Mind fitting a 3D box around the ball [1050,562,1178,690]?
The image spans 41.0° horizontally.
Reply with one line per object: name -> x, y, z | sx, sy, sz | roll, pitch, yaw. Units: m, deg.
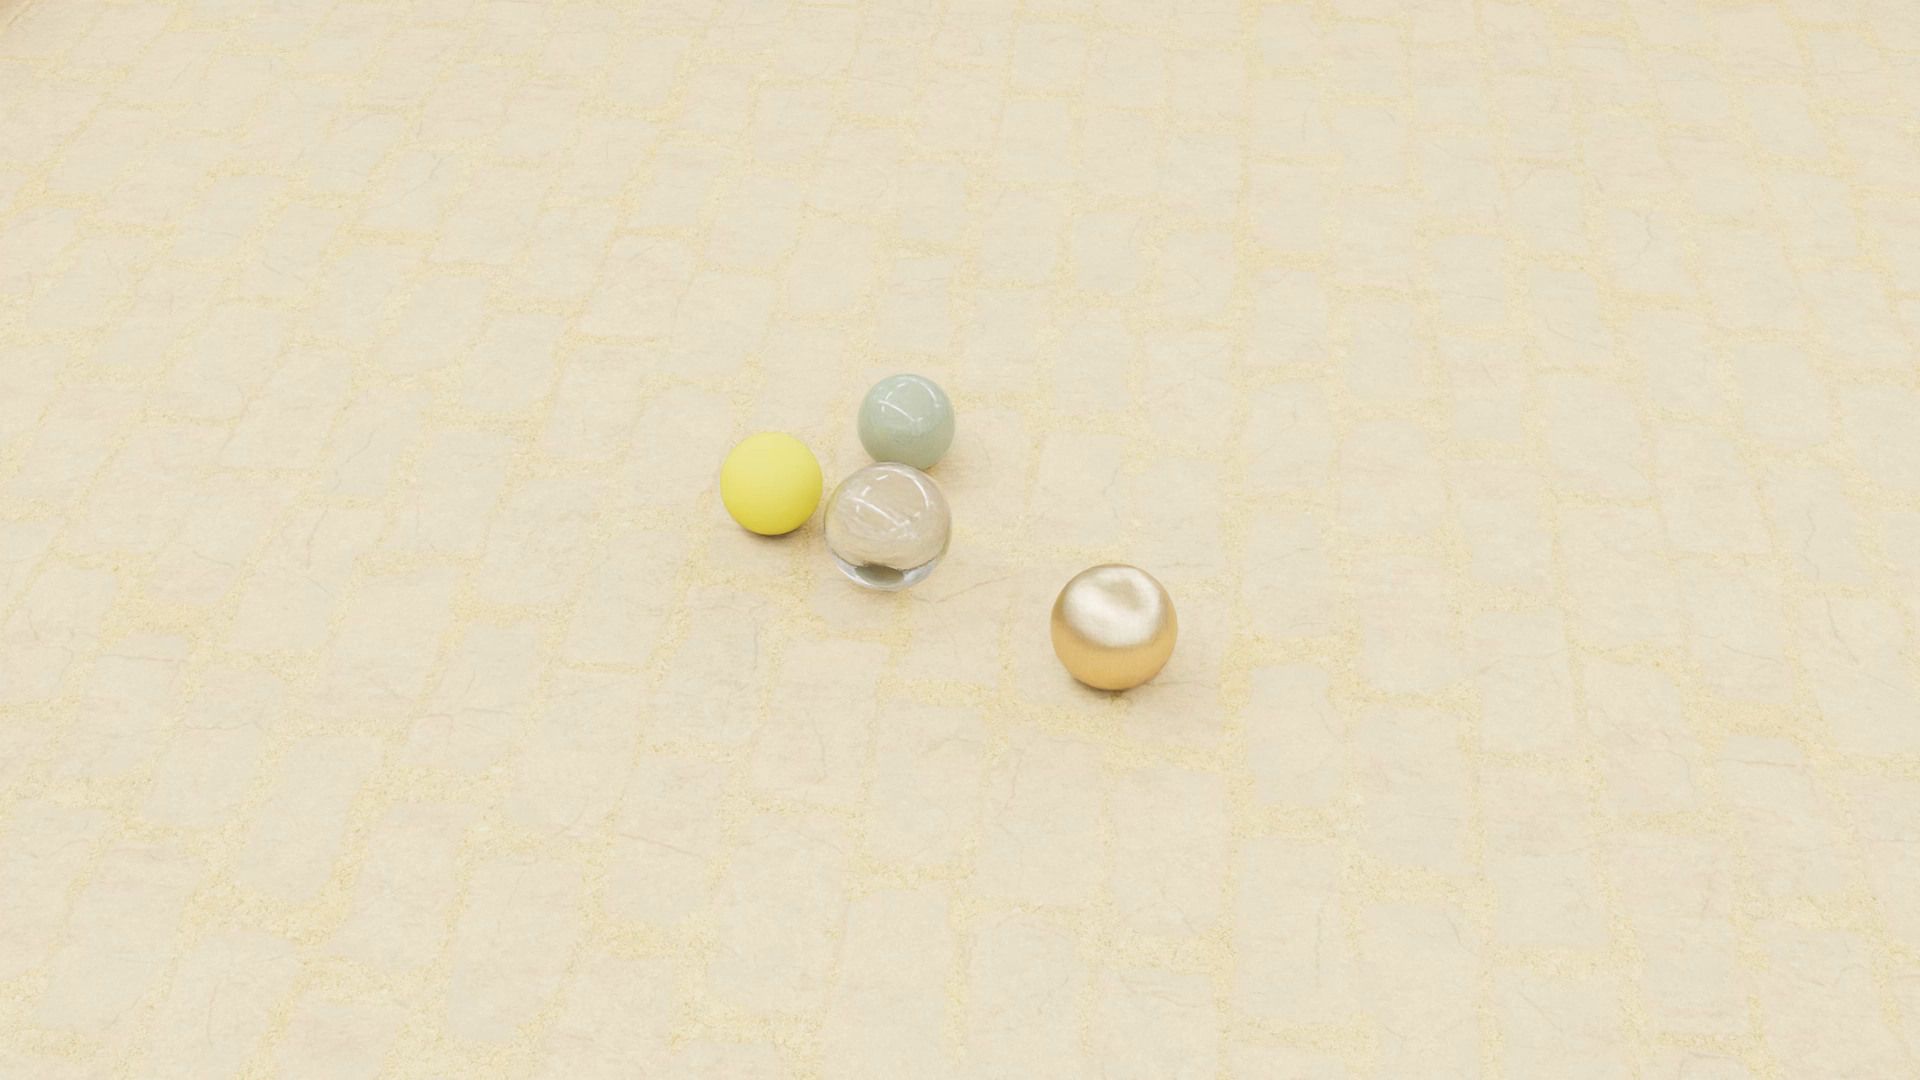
ball -> 0.095, 0.053, 1.579 | 0.079, 0.079, 0.079 | 0, 36, 0

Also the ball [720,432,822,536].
ball -> -0.126, -0.038, 1.713 | 0.069, 0.069, 0.069 | 0, 36, 0

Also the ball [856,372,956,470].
ball -> -0.037, -0.081, 1.773 | 0.069, 0.069, 0.069 | 0, 36, 0

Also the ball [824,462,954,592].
ball -> -0.046, -0.009, 1.660 | 0.084, 0.084, 0.084 | 0, 36, 0
